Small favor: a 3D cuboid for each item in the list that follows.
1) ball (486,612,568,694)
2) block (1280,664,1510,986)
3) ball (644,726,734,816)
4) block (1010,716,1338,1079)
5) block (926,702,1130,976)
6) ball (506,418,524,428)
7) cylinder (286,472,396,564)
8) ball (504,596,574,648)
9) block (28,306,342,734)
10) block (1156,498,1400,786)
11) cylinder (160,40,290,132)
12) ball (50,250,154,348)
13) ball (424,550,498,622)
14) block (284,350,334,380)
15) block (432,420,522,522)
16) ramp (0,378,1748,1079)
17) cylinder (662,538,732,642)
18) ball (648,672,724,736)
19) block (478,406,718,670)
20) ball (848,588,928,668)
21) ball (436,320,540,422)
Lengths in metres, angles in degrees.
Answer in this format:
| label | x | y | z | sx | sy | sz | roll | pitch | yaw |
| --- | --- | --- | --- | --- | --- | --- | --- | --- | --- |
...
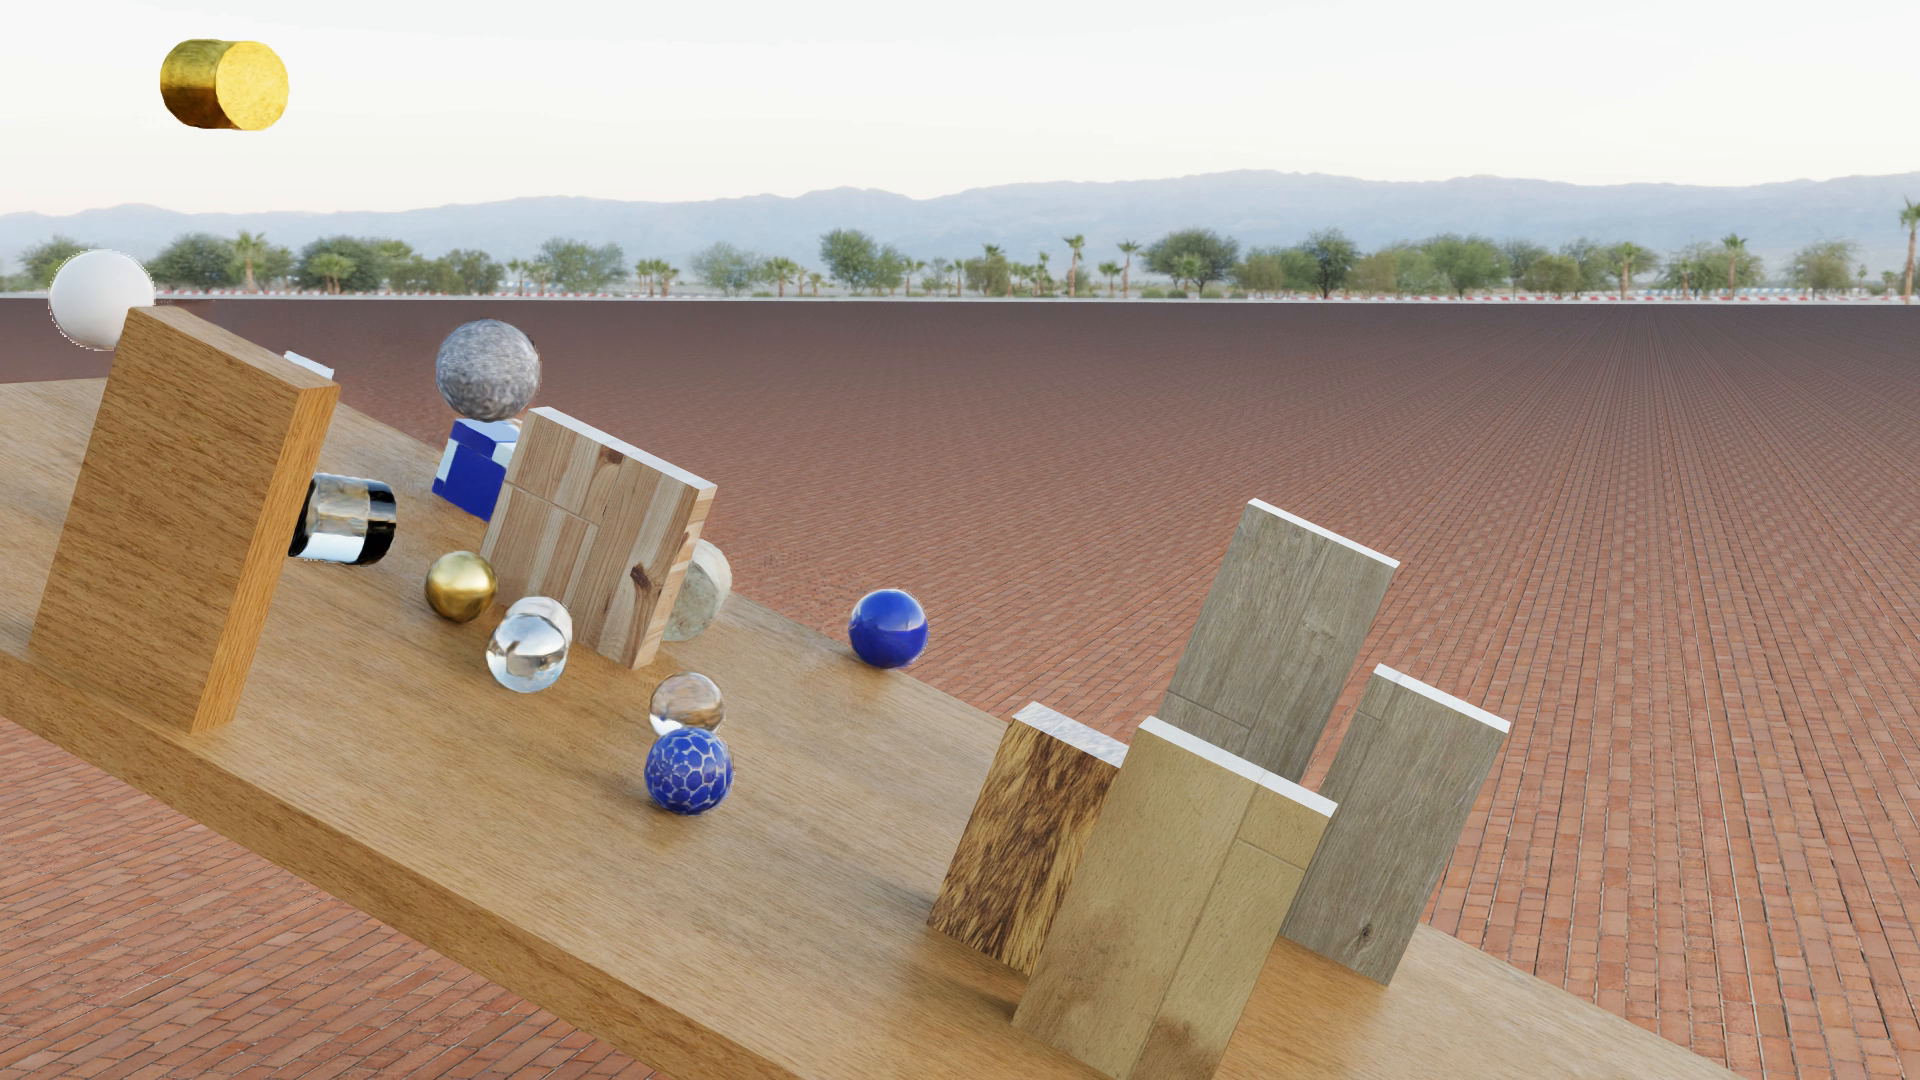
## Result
| label | x | y | z | sx | sy | sz | roll | pitch | yaw |
| --- | --- | --- | --- | --- | --- | --- | --- | --- | --- |
| ball | -0.811 | 0.212 | 4.125 | 0.151 | 0.151 | 0.151 | 0 | 7 | 0 |
| block | 0.852 | 0.572 | 4.421 | 0.282 | 0.573 | 0.108 | 25 | 13 | 13 |
| ball | -0.477 | 0.406 | 3.867 | 0.155 | 0.155 | 0.155 | 0 | 7 | 0 |
| block | 0.339 | 0.601 | 3.517 | 0.327 | 0.546 | 0.091 | 25 | 13 | 13 |
| block | 0.201 | 0.552 | 3.810 | 0.373 | 0.406 | 0.144 | 25 | 13 | 13 |
| ball | -1.213 | -0.242 | 5.870 | 0.172 | 0.172 | 0.172 | 0 | 7 | 0 |
| cylinder | -1.250 | -0.044 | 4.402 | 0.172 | 0.172 | 0.172 | 7 | -1 | 45 |
| ball | -0.823 | 0.177 | 4.278 | 0.138 | 0.138 | 0.138 | 0 | 7 | 0 |
| block | -1.225 | -0.034 | 3.465 | 0.323 | 0.587 | 0.110 | 25 | 13 | 13 |
| block | 0.622 | 0.324 | 4.660 | 0.332 | 0.750 | 0.093 | 25 | 13 | 13 |
| cylinder | -1.521 | -0.941 | 4.549 | 0.182 | 0.182 | 0.182 | 10 | 11 | 34 |
| ball | -1.601 | -0.449 | 4.107 | 0.182 | 0.182 | 0.182 | 0 | 7 | 0 |
| ball | -0.986 | 0.092 | 4.352 | 0.141 | 0.141 | 0.141 | 0 | 7 | 0 |
| block | -1.539 | -0.345 | 5.103 | 0.114 | 0.114 | 0.114 | 24 | -38 | -22 |
| block | -1.084 | -0.162 | 5.143 | 0.181 | 0.181 | 0.181 | 27 | 14 | 22 |
| ramp | -0.304 | 0.537 | 4.193 | 4.000 | 0.100 | 2.000 | 25 | 13 | 13 |
| cylinder | -0.608 | 0.106 | 4.801 | 0.190 | 0.190 | 0.190 | 0 | 12 | 4 |
| ball | -0.519 | 0.321 | 4.174 | 0.143 | 0.143 | 0.143 | 0 | 7 | 0 |
| block | -0.760 | -0.006 | 4.527 | 0.409 | 0.404 | 0.089 | 25 | 13 | 13 |
| ball | -0.168 | 0.207 | 5.122 | 0.186 | 0.186 | 0.186 | 0 | 7 | 0 |
| ball | -0.963 | -0.345 | 4.485 | 0.209 | 0.209 | 0.209 | 0 | 7 | 0 |
